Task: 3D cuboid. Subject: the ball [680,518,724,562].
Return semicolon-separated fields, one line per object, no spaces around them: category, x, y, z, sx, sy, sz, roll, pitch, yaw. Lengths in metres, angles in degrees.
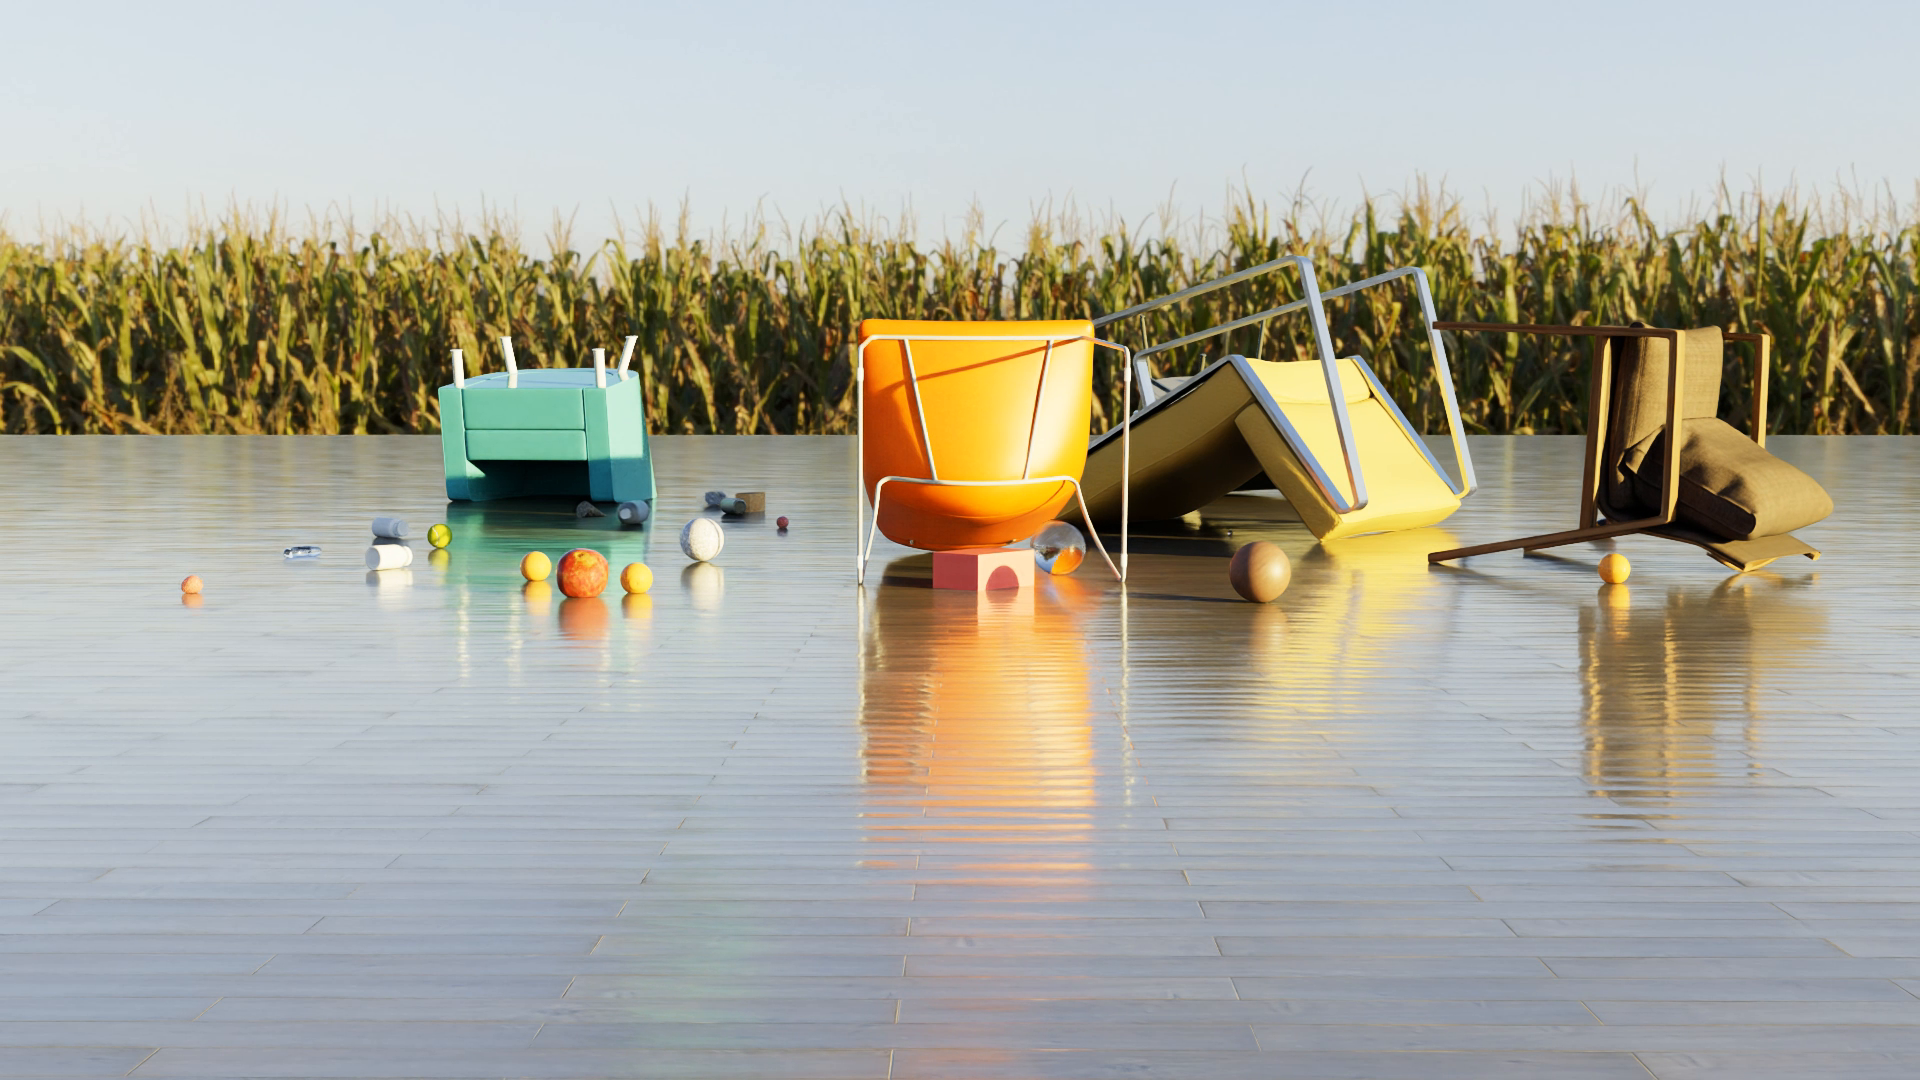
ball;-0.673;-0.002;5.731;0.115;0.115;0.115;0;4;0

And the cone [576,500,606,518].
cone;-1.280;-0.095;7.719;0.103;0.061;0.085;18;-14;-38

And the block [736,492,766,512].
block;-0.771;-0.139;8.083;0.058;0.068;0.135;1;4;19

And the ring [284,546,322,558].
ring;-1.759;0.032;5.883;0.049;0.027;0.111;6;8;42

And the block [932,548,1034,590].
block;0.055;0.065;5.009;0.130;0.081;0.207;3;5;39

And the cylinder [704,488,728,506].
cylinder;-0.945;-0.163;8.521;0.071;0.053;0.103;28;-2;12

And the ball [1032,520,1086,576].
ball;0.238;0.019;5.311;0.131;0.131;0.131;0;4;0

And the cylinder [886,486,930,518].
cylinder;-0.185;-0.136;7.788;0.158;0.101;0.216;0;4;4
